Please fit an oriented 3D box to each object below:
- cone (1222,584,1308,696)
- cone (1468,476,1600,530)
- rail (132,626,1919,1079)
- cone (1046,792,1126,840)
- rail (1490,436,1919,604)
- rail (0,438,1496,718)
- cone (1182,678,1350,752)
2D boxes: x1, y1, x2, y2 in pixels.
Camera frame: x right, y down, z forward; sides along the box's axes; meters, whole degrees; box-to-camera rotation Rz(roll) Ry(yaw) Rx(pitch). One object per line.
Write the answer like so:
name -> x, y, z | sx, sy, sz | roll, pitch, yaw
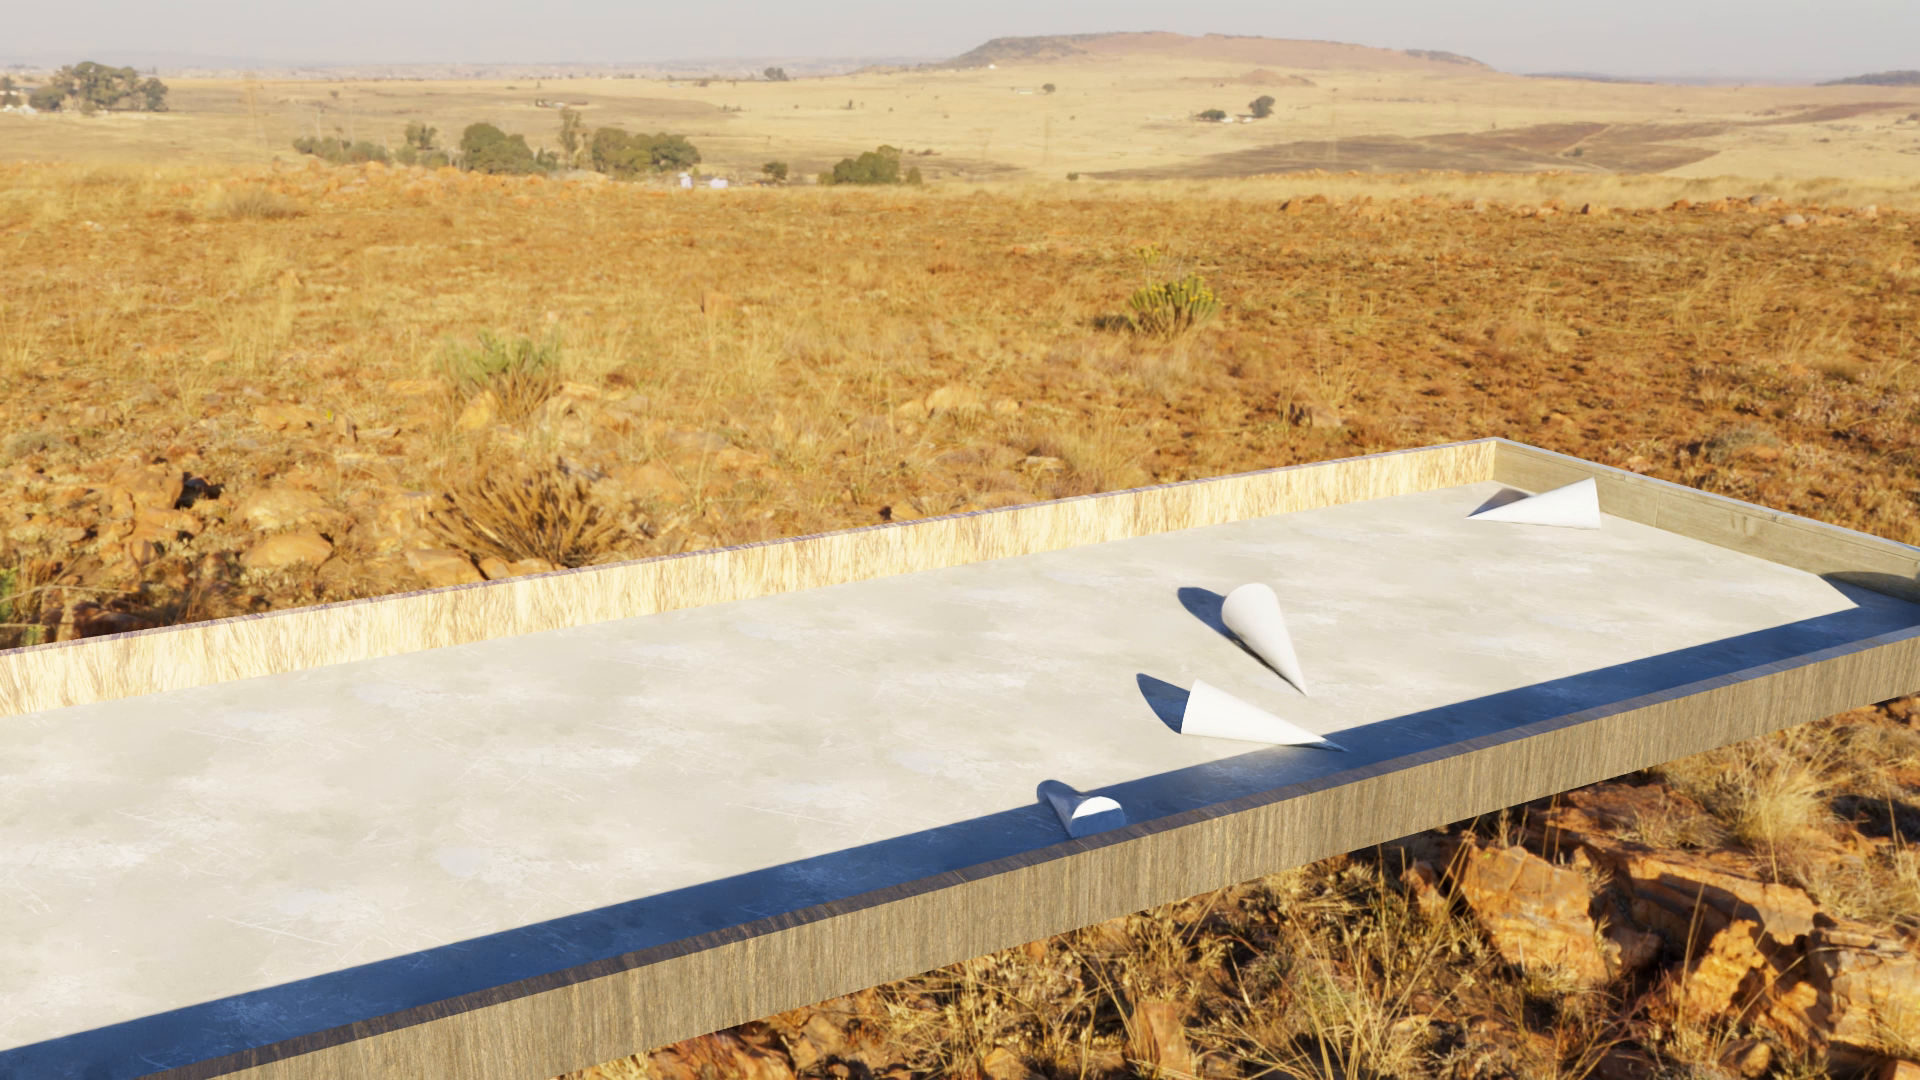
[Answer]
cone -> 0.817, 0.288, 4.237 | 0.159, 0.159, 0.457 | -3, 26, -9
cone -> 1.911, -0.098, 5.532 | 0.425, 0.179, 0.179 | -7, 13, 20
rail -> -2.336, 1.006, 1.665 | 12.000, 0.150, 0.050 | -9, 18, -27
cone -> 0.228, 0.550, 3.381 | 0.117, 0.117, 0.300 | -5, 6, -17
rail -> 2.466, -0.048, 5.253 | 0.050, 0.150, 2.100 | -9, 18, -27
rail -> -3.305, 0.497, 3.399 | 12.000, 0.150, 0.050 | -9, 18, -27
cone -> 0.710, 0.432, 3.768 | 0.384, 0.133, 0.133 | 15, 20, 14
